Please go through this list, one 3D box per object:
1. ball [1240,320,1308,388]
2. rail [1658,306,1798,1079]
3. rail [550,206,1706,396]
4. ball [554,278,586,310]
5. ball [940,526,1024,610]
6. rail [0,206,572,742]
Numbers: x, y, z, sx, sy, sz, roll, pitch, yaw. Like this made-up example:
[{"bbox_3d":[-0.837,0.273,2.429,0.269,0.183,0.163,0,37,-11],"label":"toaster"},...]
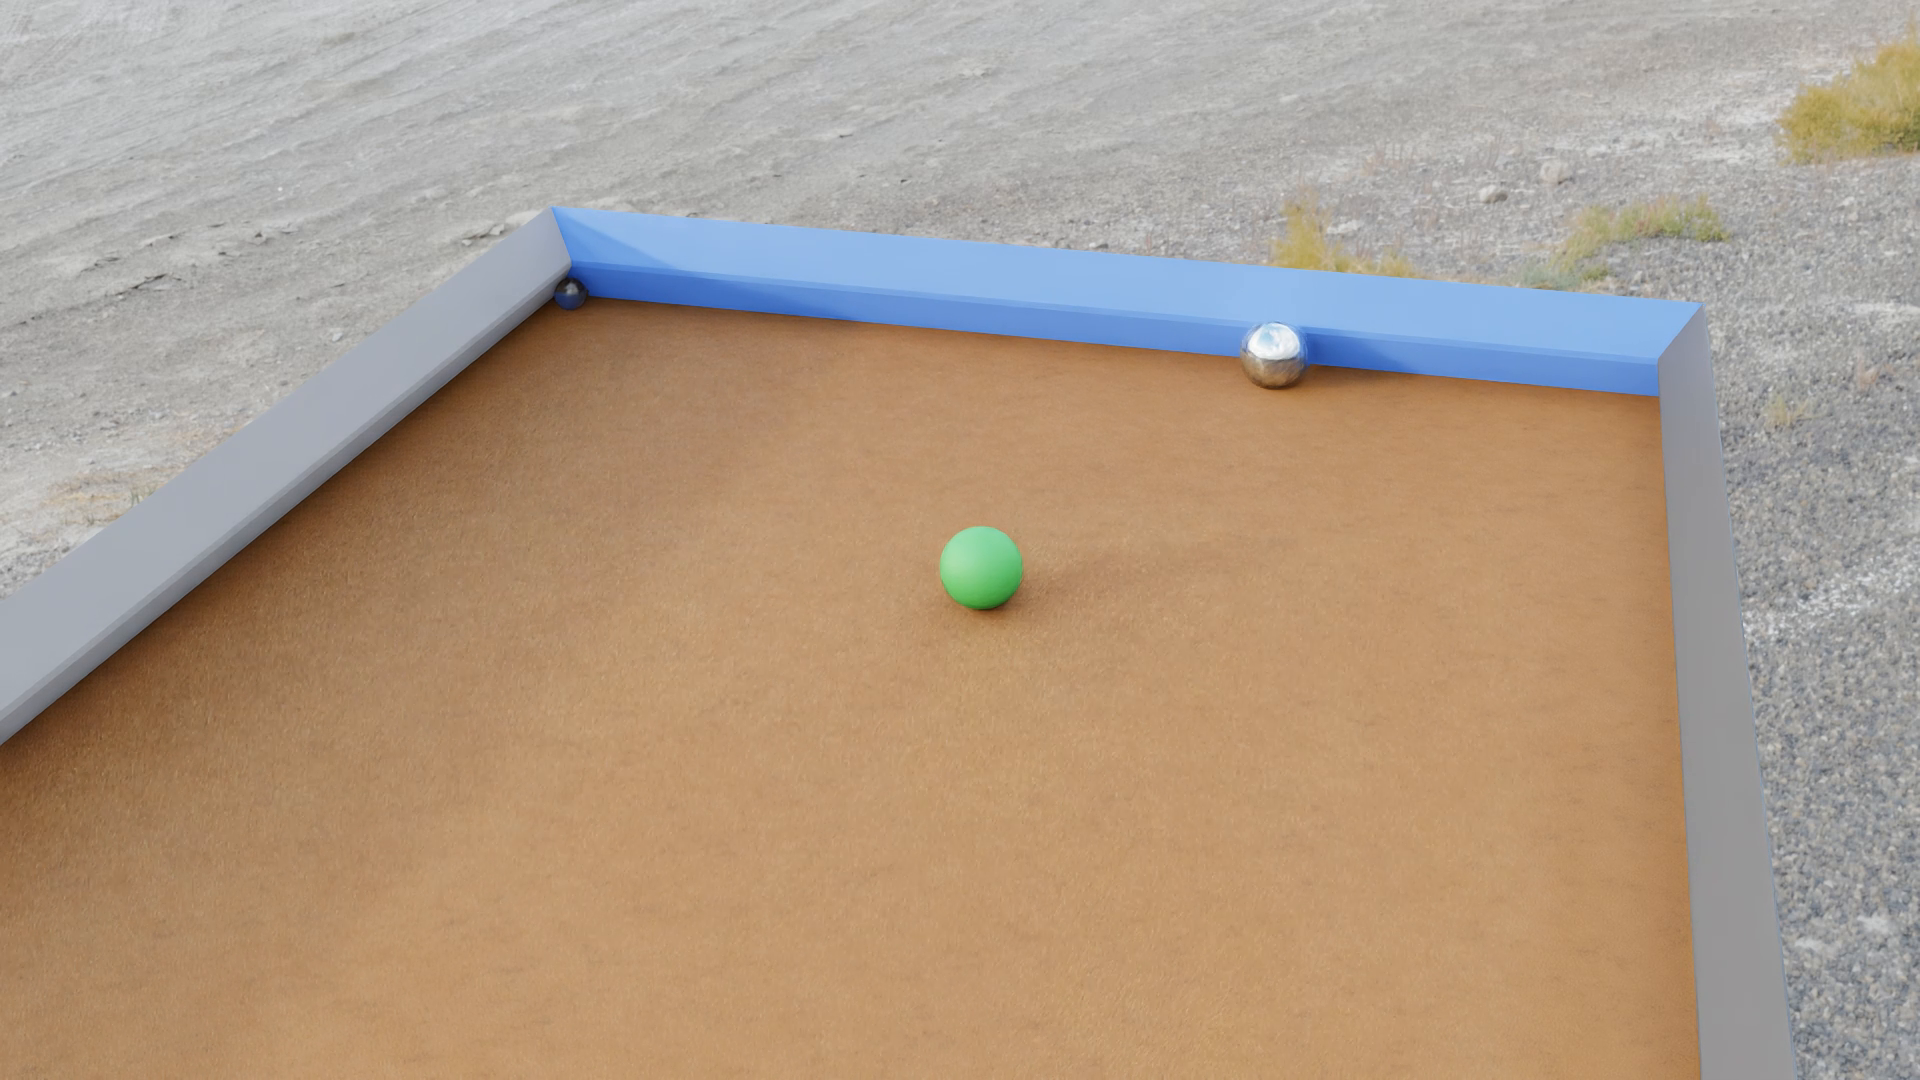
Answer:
[{"bbox_3d":[0.375,-0.221,2.620,0.079,0.079,0.079,0,26,0],"label":"ball"},{"bbox_3d":[0.513,0.333,1.459,0.045,0.118,2.583,7,27,13],"label":"rail"},{"bbox_3d":[0.157,-0.292,2.715,1.446,0.118,0.045,7,27,13],"label":"rail"},{"bbox_3d":[-0.507,-0.320,2.862,0.040,0.040,0.040,0,26,0],"label":"ball"},{"bbox_3d":[0.020,0.027,2.119,0.081,0.081,0.081,0,26,0],"label":"ball"},{"bbox_3d":[-0.840,0.176,1.775,0.045,0.118,2.583,7,27,13],"label":"rail"}]
